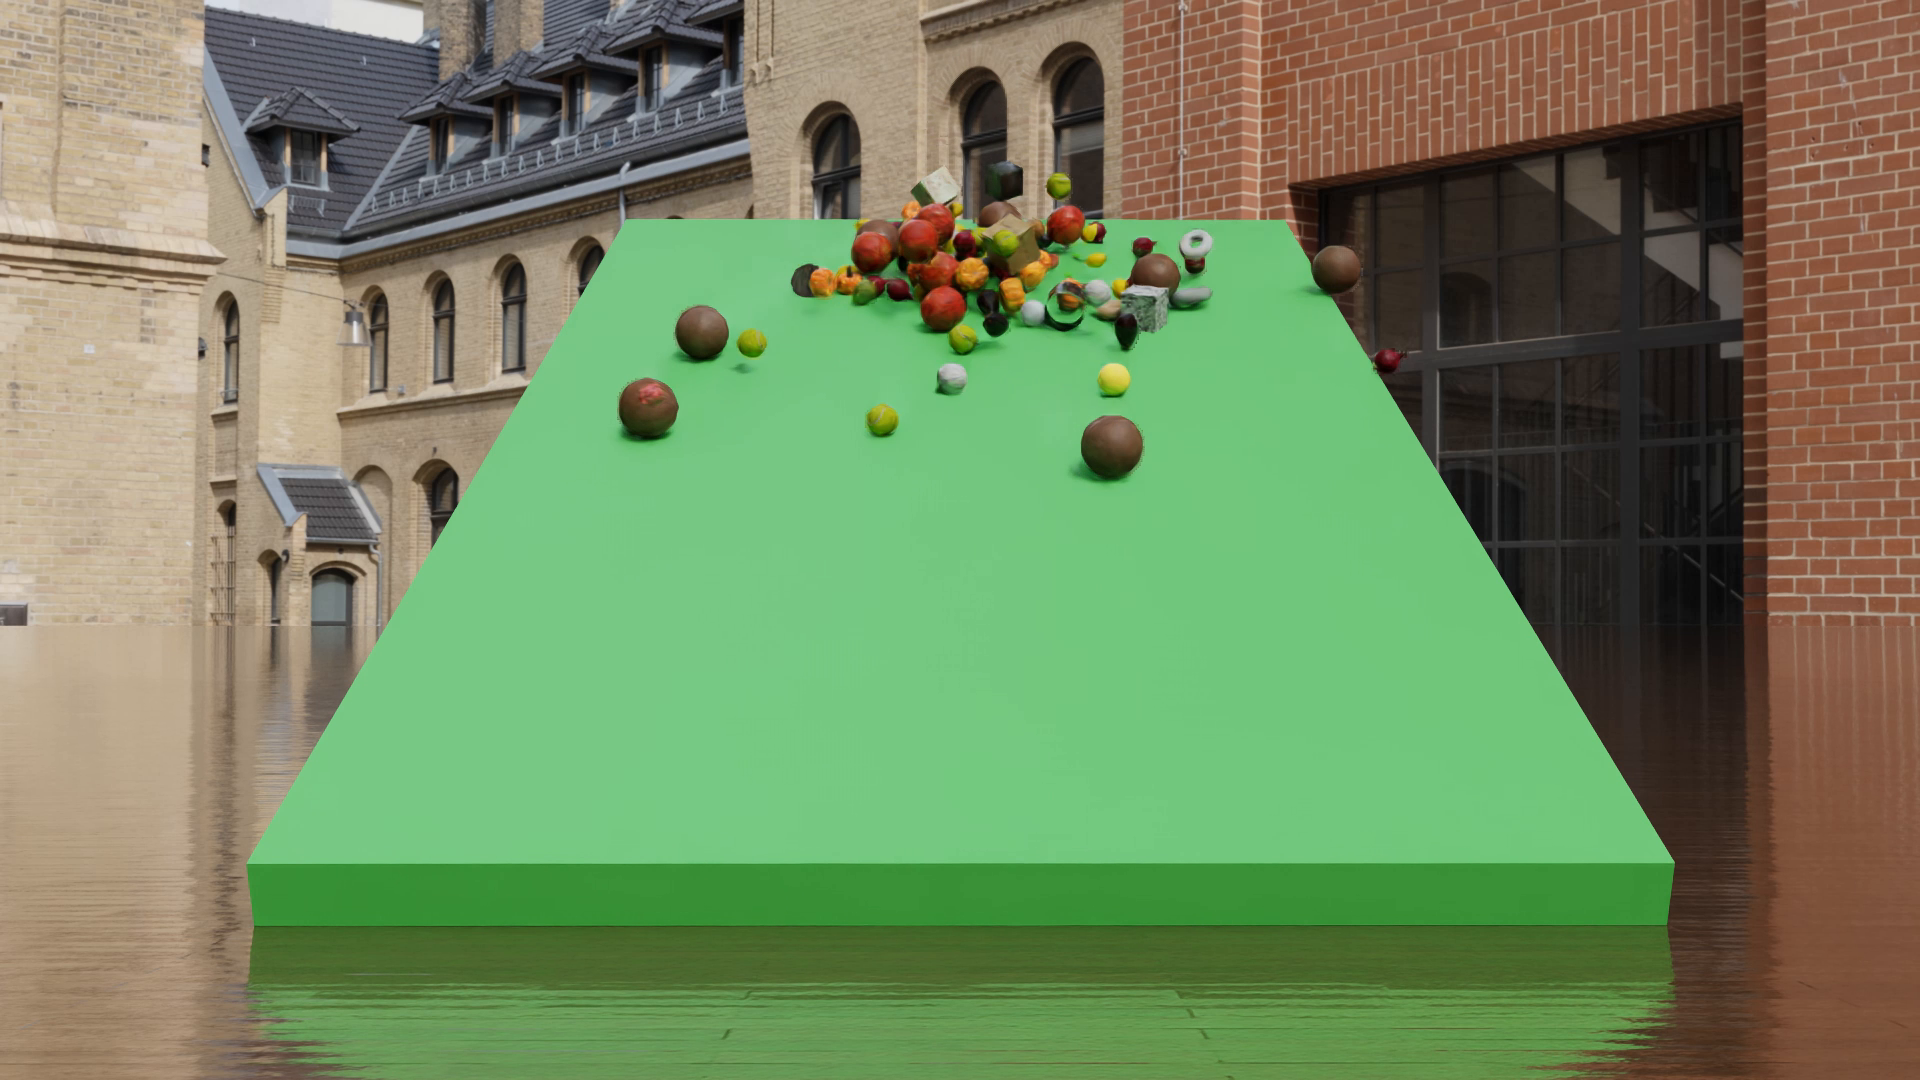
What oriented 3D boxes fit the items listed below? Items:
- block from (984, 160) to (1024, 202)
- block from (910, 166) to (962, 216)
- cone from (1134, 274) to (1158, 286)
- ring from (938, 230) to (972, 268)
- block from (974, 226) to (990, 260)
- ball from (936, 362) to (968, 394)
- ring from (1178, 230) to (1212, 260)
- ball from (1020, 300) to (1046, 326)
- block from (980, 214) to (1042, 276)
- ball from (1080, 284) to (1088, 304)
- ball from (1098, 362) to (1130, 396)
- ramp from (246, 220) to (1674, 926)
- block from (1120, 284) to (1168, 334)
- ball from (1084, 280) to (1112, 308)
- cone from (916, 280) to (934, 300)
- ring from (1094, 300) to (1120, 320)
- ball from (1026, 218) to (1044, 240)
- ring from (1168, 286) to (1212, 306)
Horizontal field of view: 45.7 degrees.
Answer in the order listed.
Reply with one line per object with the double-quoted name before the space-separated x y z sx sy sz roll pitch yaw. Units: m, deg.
"block" 0.127 -1.038 6.589 0.080 0.080 0.080 -19 36 -28
"block" -0.068 -0.998 6.521 0.091 0.091 0.091 -36 4 -23
"cone" 0.505 -0.677 6.091 0.065 0.065 0.065 -1 1 18
"ring" -0.014 -0.811 6.355 0.040 0.121 0.121 -27 -17 33
"block" 0.082 -0.842 6.452 0.055 0.055 0.055 -33 -49 24
"ball" -0.018 -0.373 5.254 0.072 0.072 0.072 0 -2 0
"ring" 0.635 -0.795 6.144 0.094 0.094 0.031 -1 -32 24
"ball" 0.186 -0.576 5.792 0.068 0.068 0.068 0 -2 0
"block" 0.134 -0.774 5.982 0.099 0.099 0.099 -35 43 -16
"ball" 0.333 -0.649 6.001 0.055 0.055 0.055 0 -2 0
"ball" 0.354 -0.370 5.242 0.075 0.075 0.075 0 -2 0
"ramp" -0.006 -0.214 5.078 2.000 0.100 4.000 0 21 0
"block" 0.468 -0.587 5.787 0.094 0.094 0.094 9 23 22
"ball" 0.340 -0.611 5.650 0.068 0.068 0.068 0 -2 0
"cone" -0.091 -0.656 6.058 0.050 0.050 0.050 -3 -37 -2
"ring" 0.399 -0.592 5.881 0.107 0.036 0.107 1 21 0
"ball" 0.200 -0.844 6.191 0.059 0.059 0.059 0 -2 0
"ring" 0.602 -0.638 5.971 0.117 0.039 0.117 -11 8 2
